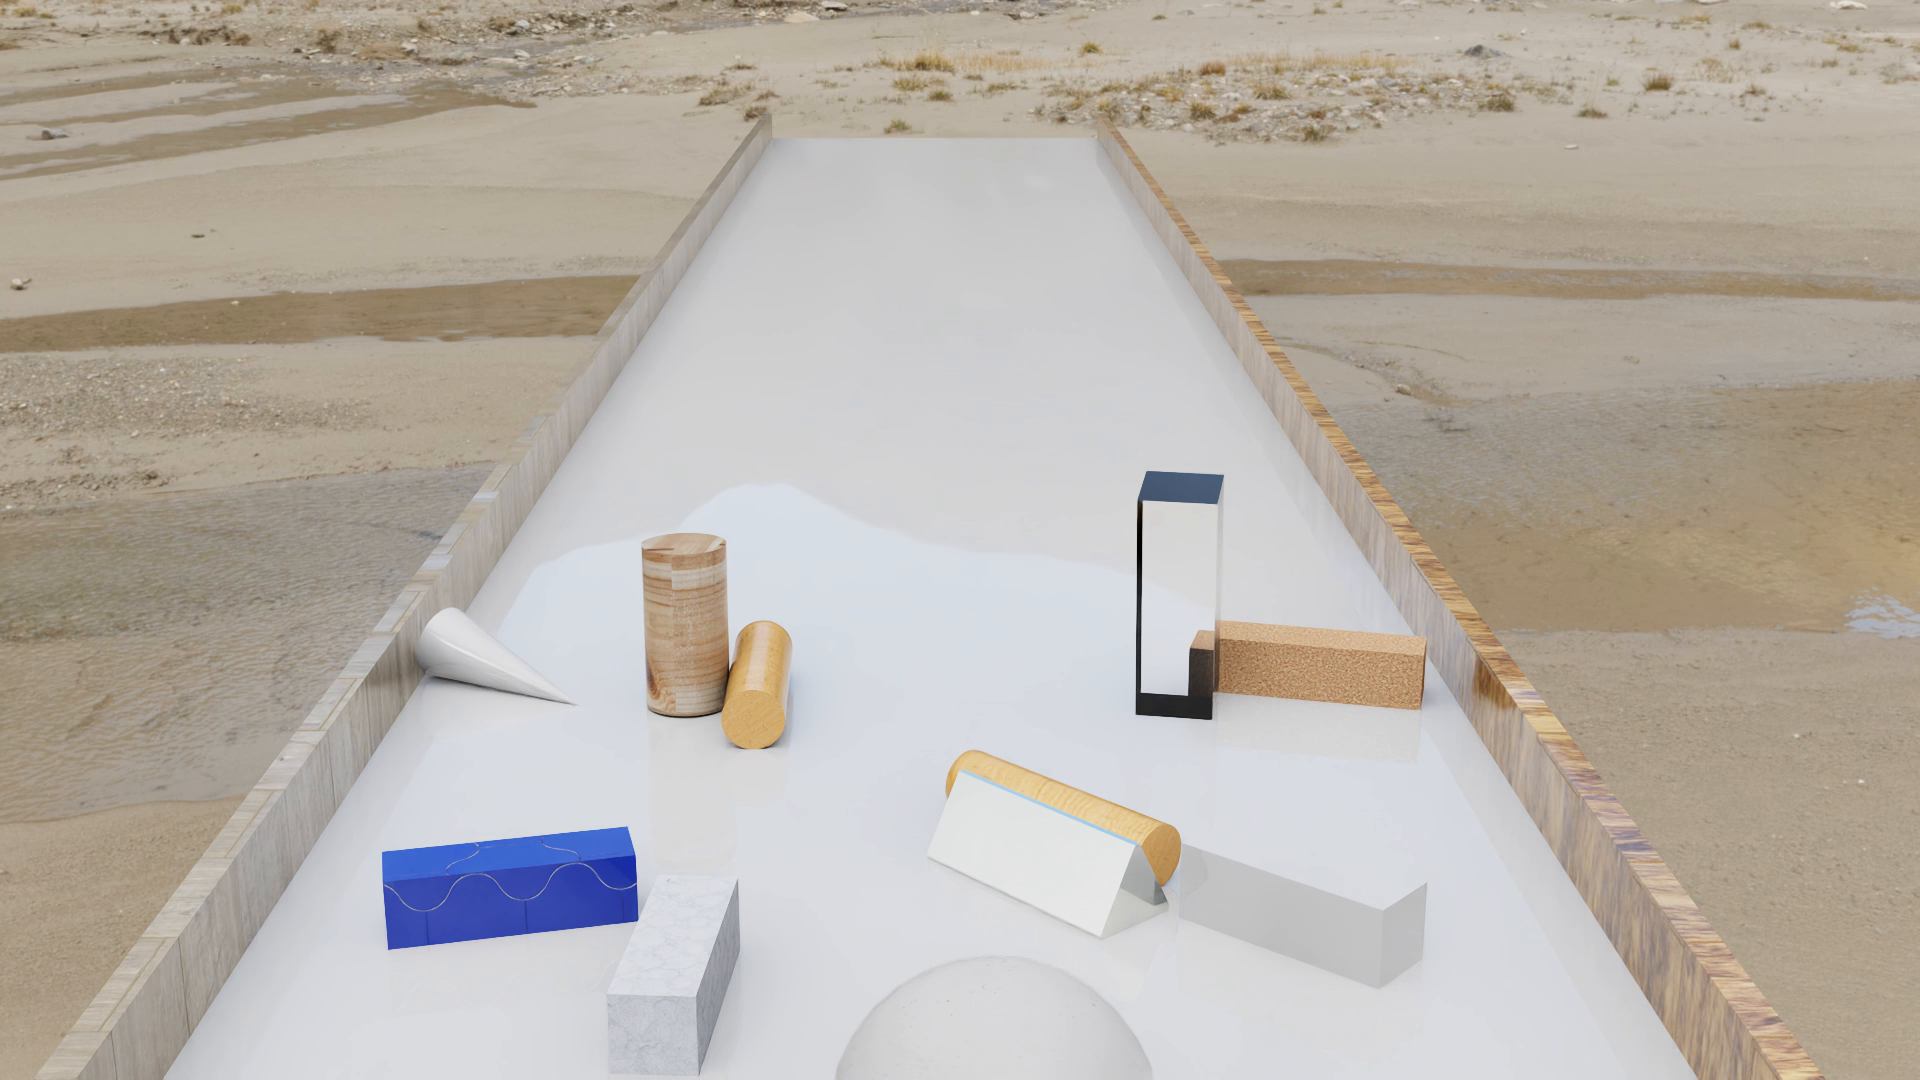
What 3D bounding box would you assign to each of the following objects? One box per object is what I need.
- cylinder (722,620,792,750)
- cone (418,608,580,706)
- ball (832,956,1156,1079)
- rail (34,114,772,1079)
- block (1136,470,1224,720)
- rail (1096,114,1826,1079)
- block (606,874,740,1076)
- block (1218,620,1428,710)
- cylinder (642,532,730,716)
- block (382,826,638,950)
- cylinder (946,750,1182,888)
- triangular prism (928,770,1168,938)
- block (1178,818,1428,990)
[{"bbox_3d":[-0.378,0.267,4.129,0.114,0.114,0.389,-1,17,-2],"label":"cylinder"},{"bbox_3d":[-0.866,0.257,4.242,0.355,0.141,0.141,21,24,25],"label":"cone"},{"bbox_3d":[0.037,0.644,2.410,0.370,0.370,0.370,0,17,0],"label":"ball"},{"bbox_3d":[-1.118,-0.838,7.780,0.050,0.150,12.000,0,17,-1],"label":"rail"},{"bbox_3d":[0.408,0.104,4.088,0.144,0.436,0.144,3,24,11],"label":"block"},{"bbox_3d":[0.932,-0.844,7.801,0.050,0.150,12.000,0,17,-1],"label":"rail"},{"bbox_3d":[-0.389,0.593,3.029,0.117,0.117,0.358,1,17,3],"label":"block"},{"bbox_3d":[0.670,0.238,4.234,0.436,0.110,0.110,4,17,14],"label":"block"},{"bbox_3d":[-0.515,0.158,4.140,0.158,0.313,0.158,0,15,0],"label":"cylinder"},{"bbox_3d":[-0.673,0.519,3.292,0.365,0.108,0.108,-4,17,-14],"label":"block"},{"bbox_3d":[0.161,0.446,3.542,0.106,0.106,0.424,-15,22,-41],"label":"cylinder"},{"bbox_3d":[0.132,0.471,3.407,0.149,0.129,0.386,-15,22,-40],"label":"triangular prism"},{"bbox_3d":[0.500,0.529,3.233,0.345,0.122,0.122,14,22,39],"label":"block"}]
